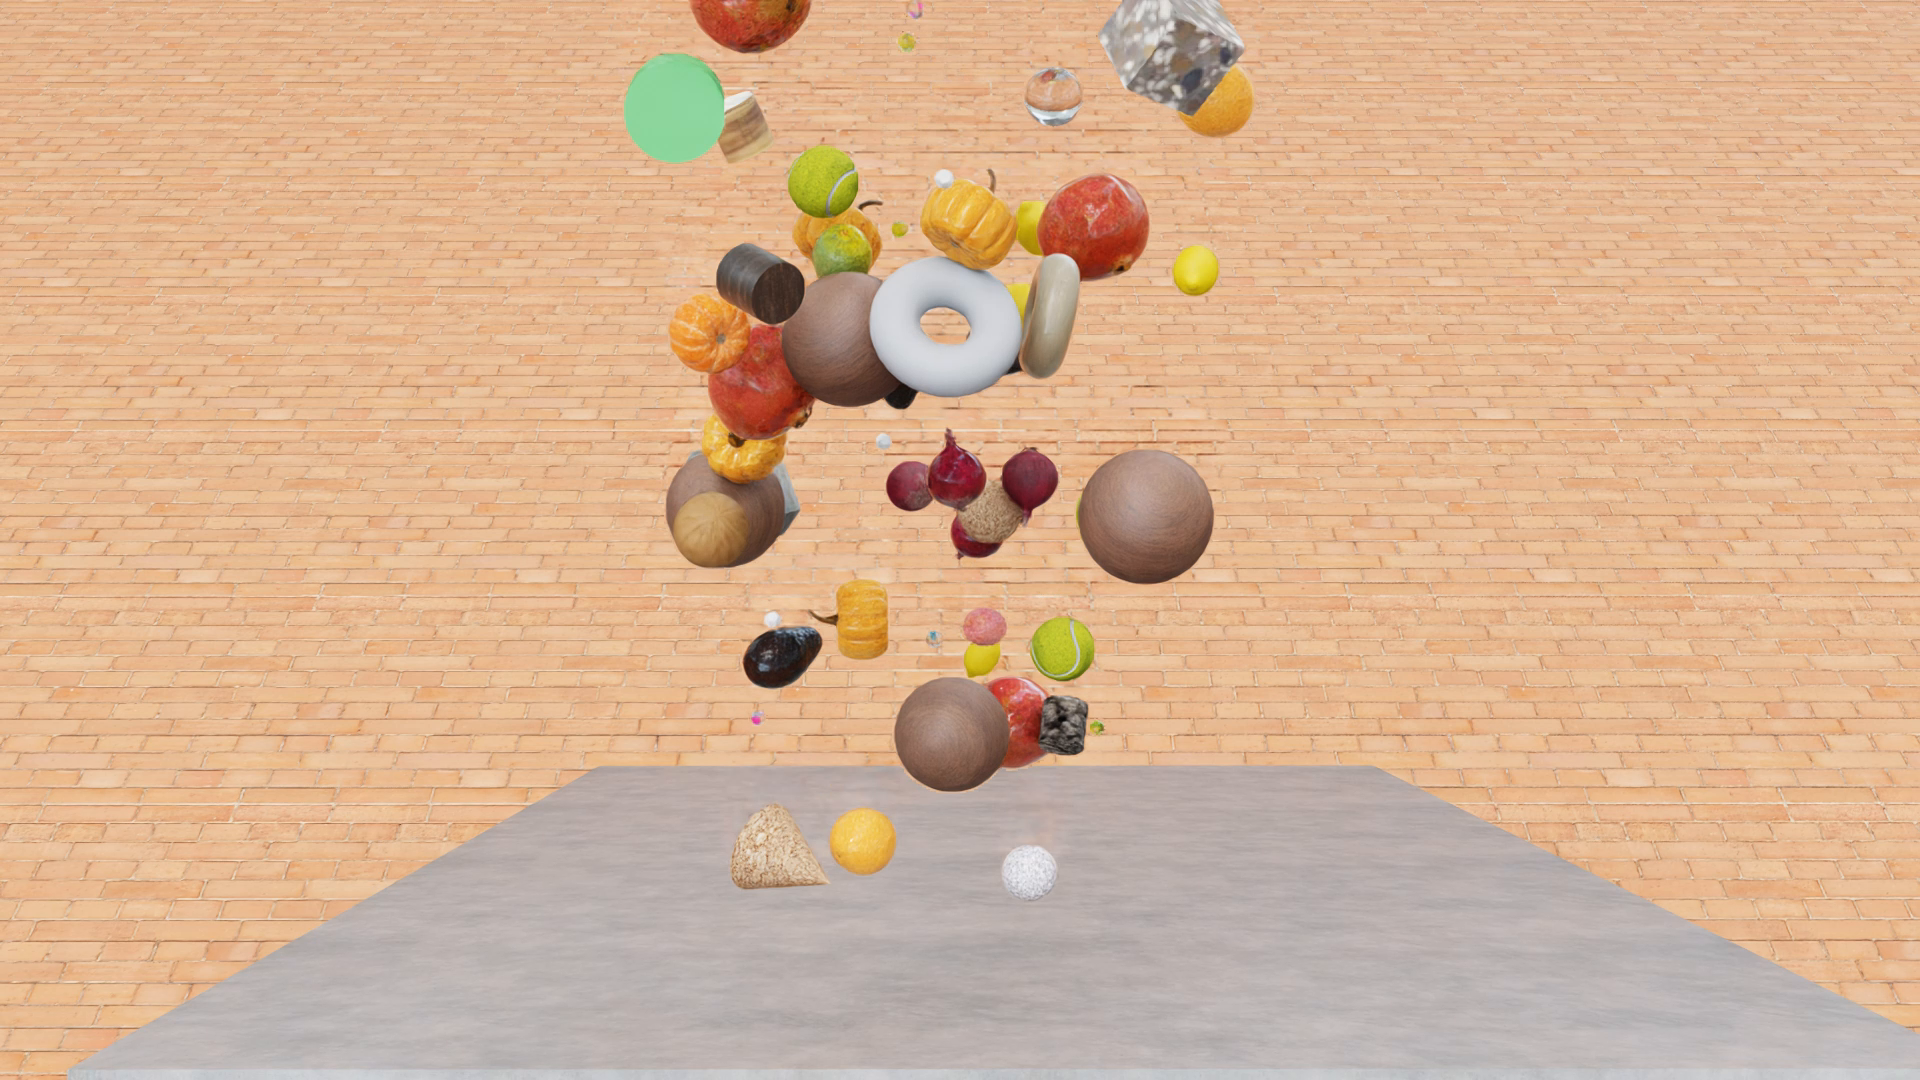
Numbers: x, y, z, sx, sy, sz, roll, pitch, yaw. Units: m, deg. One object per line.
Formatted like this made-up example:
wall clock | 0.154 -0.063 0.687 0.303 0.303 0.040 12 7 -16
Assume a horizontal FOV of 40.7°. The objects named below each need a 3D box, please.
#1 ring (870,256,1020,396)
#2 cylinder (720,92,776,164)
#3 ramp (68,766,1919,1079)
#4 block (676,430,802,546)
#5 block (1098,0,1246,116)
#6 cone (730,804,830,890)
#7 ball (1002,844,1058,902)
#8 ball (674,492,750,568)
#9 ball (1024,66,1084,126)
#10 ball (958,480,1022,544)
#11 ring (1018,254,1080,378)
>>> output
ring | -0.013 -0.199 2.409 0.144 0.048 0.144 4 64 -9
cylinder | -0.229 -0.431 2.701 0.055 0.055 0.055 -21 22 9
ramp | 0.070 0.617 4.695 2.000 0.100 4.000 0 0 0
block | -0.253 -0.052 2.951 0.098 0.098 0.098 -17 78 -20
block | 0.178 -0.419 2.179 0.076 0.076 0.076 15 38 -35
cone | -0.172 0.341 2.719 0.097 0.097 0.097 23 38 32
ball | 0.071 0.338 2.631 0.057 0.057 0.057 0 31 0
ball | -0.248 -0.010 2.589 0.077 0.077 0.077 0 31 0
ball | 0.087 -0.410 2.395 0.055 0.055 0.055 0 31 0
ball | 0.031 -0.030 2.743 0.069 0.069 0.069 0 31 0
ring | 0.086 -0.217 2.508 0.041 0.123 0.123 11 31 -5
